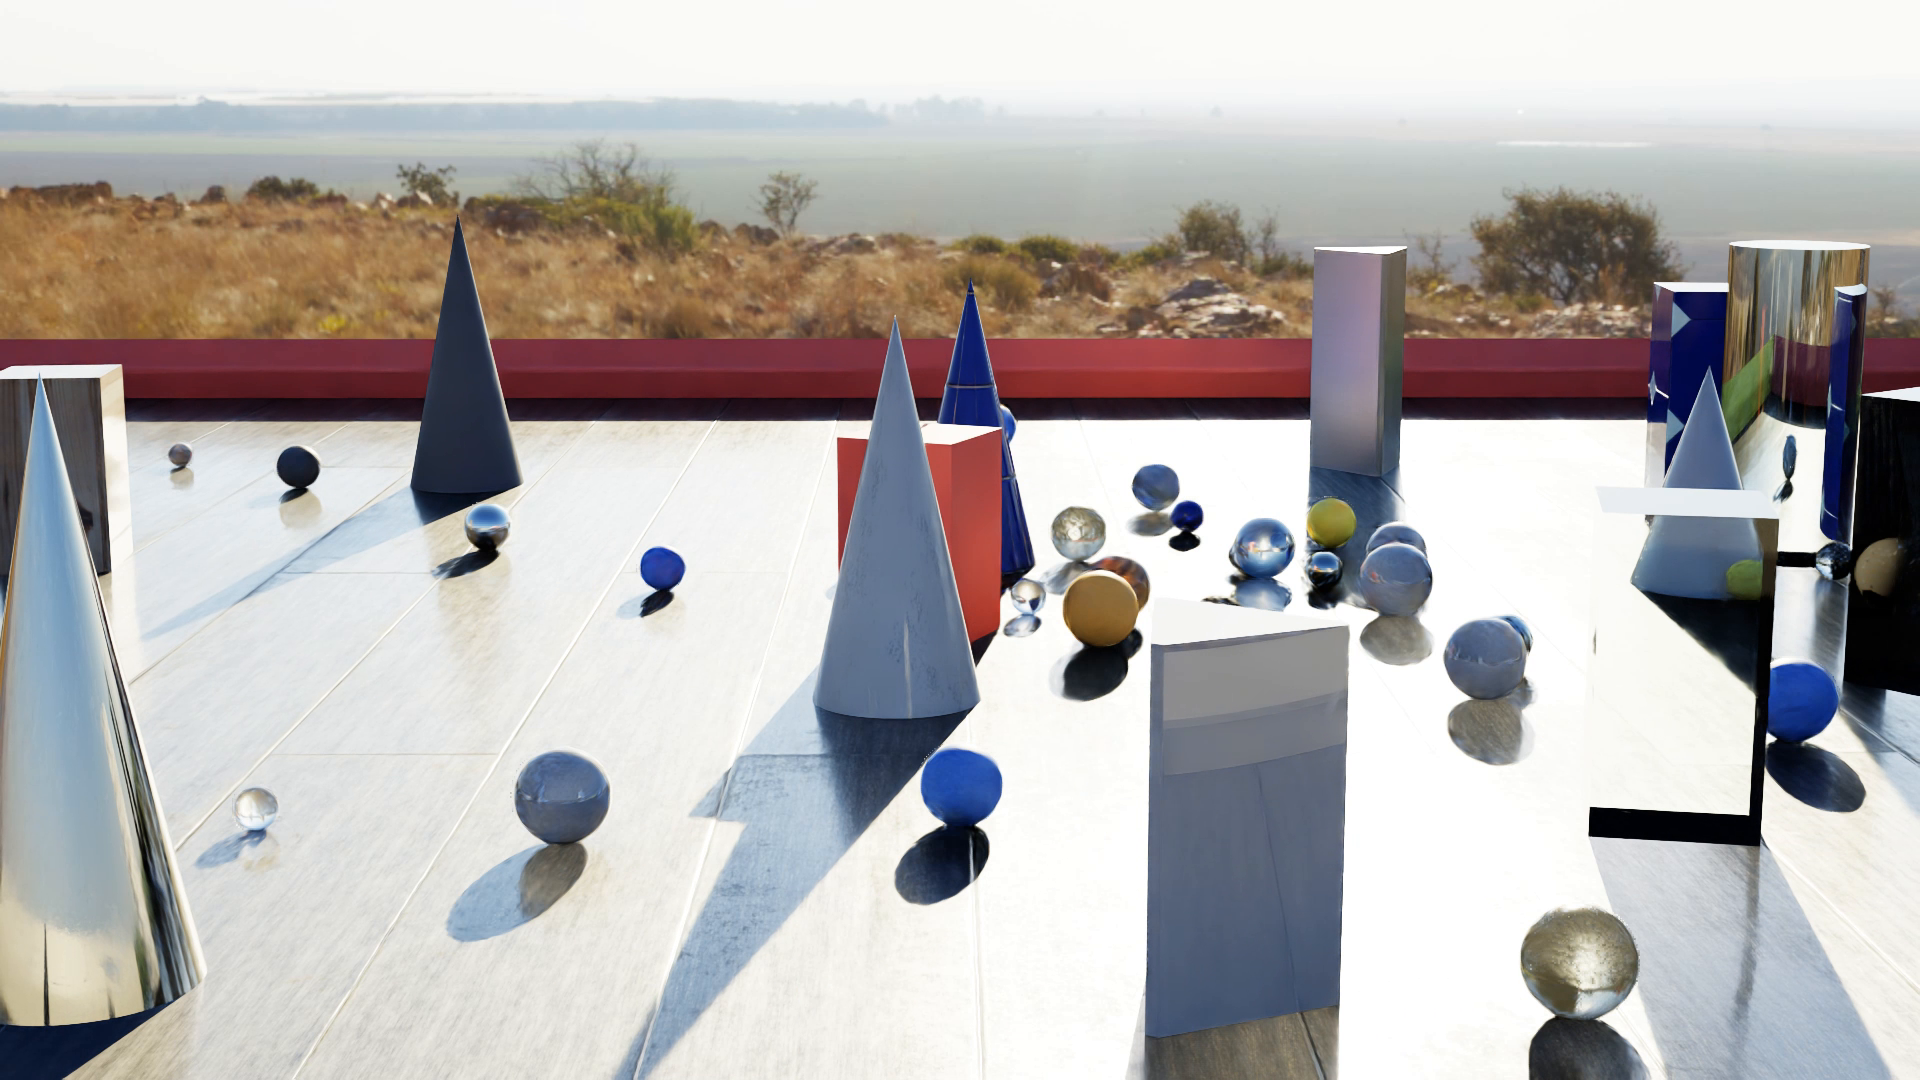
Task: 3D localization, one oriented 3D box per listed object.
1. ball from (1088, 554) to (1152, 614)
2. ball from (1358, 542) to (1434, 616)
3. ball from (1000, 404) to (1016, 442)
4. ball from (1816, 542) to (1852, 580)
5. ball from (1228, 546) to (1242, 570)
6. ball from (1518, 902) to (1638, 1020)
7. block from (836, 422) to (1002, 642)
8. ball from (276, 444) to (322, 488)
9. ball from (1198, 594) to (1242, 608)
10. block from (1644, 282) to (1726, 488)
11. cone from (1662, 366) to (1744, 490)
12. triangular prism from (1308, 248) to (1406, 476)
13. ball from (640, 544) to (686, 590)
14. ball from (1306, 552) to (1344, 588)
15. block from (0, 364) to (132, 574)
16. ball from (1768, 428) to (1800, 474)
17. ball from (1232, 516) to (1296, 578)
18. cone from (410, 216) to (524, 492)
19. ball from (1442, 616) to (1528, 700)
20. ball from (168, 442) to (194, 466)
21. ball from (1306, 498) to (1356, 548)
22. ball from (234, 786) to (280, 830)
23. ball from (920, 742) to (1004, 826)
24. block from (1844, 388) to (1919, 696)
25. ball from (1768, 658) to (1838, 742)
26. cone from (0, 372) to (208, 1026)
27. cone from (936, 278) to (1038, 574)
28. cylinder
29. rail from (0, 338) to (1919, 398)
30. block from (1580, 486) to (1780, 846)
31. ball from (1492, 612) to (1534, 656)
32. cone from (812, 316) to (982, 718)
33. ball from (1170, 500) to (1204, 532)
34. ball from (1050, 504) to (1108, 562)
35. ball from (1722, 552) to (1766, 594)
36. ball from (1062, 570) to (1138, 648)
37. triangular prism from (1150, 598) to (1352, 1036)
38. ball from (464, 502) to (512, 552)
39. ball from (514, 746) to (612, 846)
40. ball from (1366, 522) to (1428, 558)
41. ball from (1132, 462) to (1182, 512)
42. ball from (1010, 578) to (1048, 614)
[{"bbox_3d":[0.208,0.063,3.397,0.091,0.091,0.091,0,10,0],"label":"ball"},{"bbox_3d":[0.583,0.053,3.428,0.099,0.099,0.099,0,10,0],"label":"ball"},{"bbox_3d":[0.060,-0.214,4.889,0.093,0.093,0.093,0,10,0],"label":"ball"},{"bbox_3d":[1.255,0.030,3.676,0.055,0.055,0.055,0,10,0],"label":"ball"},{"bbox_3d":[0.412,0.022,3.748,0.043,0.043,0.043,0,10,0],"label":"ball"},{"bbox_3d":[0.478,0.325,1.981,0.090,0.090,0.090,0,10,0],"label":"ball"},{"bbox_3d":[-0.051,-0.008,3.304,0.159,0.264,0.159,5,11,24],"label":"block"},{"bbox_3d":[-1.153,-0.128,4.471,0.076,0.076,0.076,0,10,0],"label":"ball"},{"bbox_3d":[0.325,0.103,3.237,0.071,0.071,0.071,0,10,0],"label":"ball"},{"bbox_3d":[1.188,-0.210,4.072,0.159,0.382,0.159,1,11,4],"label":"block"},{"bbox_3d":[1.063,-0.097,3.667,0.198,0.307,0.198,0,10,0],"label":"cone"},{"bbox_3d":[0.755,-0.330,4.677,0.149,0.399,0.172,-8,13,-38],"label":"triangular prism"},{"bbox_3d":[-0.417,0.039,3.599,0.065,0.065,0.065,0,10,0],"label":"ball"},{"bbox_3d":[0.514,0.042,3.615,0.052,0.052,0.052,0,10,0],"label":"ball"},{"bbox_3d":[-1.323,-0.106,3.778,0.159,0.285,0.159,-1,11,-7],"label":"block"},{"bbox_3d":[1.469,-0.160,4.618,0.085,0.085,0.085,0,10,0],"label":"ball"},{"bbox_3d":[0.437,0.011,3.682,0.091,0.091,0.091,0,10,0],"label":"ball"},{"bbox_3d":[-0.869,-0.333,4.480,0.198,0.475,0.198,0,10,0],"label":"cone"},{"bbox_3d":[0.609,0.137,2.978,0.097,0.097,0.097,0,10,0],"label":"ball"},{"bbox_3d":[-1.432,-0.157,4.714,0.044,0.044,0.044,0,10,0],"label":"ball"},{"bbox_3d":[0.567,-0.026,3.917,0.076,0.076,0.076,0,10,0],"label":"ball"},{"bbox_3d":[-0.678,0.259,2.474,0.042,0.042,0.042,0,10,0],"label":"ball"},{"bbox_3d":[0.002,0.237,2.485,0.081,0.081,0.081,0,10,0],"label":"ball"},{"bbox_3d":[1.170,0.001,3.032,0.159,0.345,0.159,-8,13,-37],"label":"block"},{"bbox_3d":[0.908,0.174,2.795,0.092,0.092,0.092,0,10,0],"label":"ball"},{"bbox_3d":[-0.710,0.112,2.023,0.198,0.494,0.198,0,10,0],"label":"cone"},{"bbox_3d":[0.015,-0.174,3.767,0.198,0.423,0.198,0,10,0],"label":"cone"},{"bbox_3d":[1.237,-0.206,3.824,0.198,0.465,0.198,0,10,0],"label":"cylinder"},{"bbox_3d":[-0.013,-0.377,5.665,4.487,0.129,0.045,0,10,0],"label":"rail"},{"bbox_3d":[0.694,0.118,2.487,0.159,0.314,0.159,2,11,11],"label":"block"},{"bbox_3d":[0.665,0.123,3.132,0.070,0.070,0.070,0,10,0],"label":"ball"},{"bbox_3d":[-0.073,-0.036,2.954,0.198,0.447,0.198,0,10,0],"label":"cone"},{"bbox_3d":[0.359,-0.038,4.045,0.053,0.053,0.053,0,10,0],"label":"ball"},{"bbox_3d":[0.176,-0.011,3.812,0.086,0.086,0.086,0,10,0],"label":"ball"},{"bbox_3d":[1.092,0.047,3.573,0.059,0.059,0.059,0,10,0],"label":"ball"},{"bbox_3d":[0.177,0.087,3.249,0.097,0.097,0.097,0,10,0],"label":"ball"},{"bbox_3d":[0.191,0.208,2.023,0.172,0.305,0.149,-5,12,-25],"label":"triangular prism"},{"bbox_3d":[-0.716,-0.020,3.893,0.073,0.073,0.073,0,10,0],"label":"ball"},{"bbox_3d":[-0.375,0.242,2.425,0.093,0.093,0.093,0,10,0],"label":"ball"},{"bbox_3d":[0.621,0.019,3.647,0.087,0.087,0.087,0,10,0],"label":"ball"},{"bbox_3d":[0.324,-0.089,4.241,0.083,0.083,0.083,0,10,0],"label":"ball"},{"bbox_3d":[0.092,0.076,3.442,0.050,0.050,0.050,0,10,0],"label":"ball"}]
